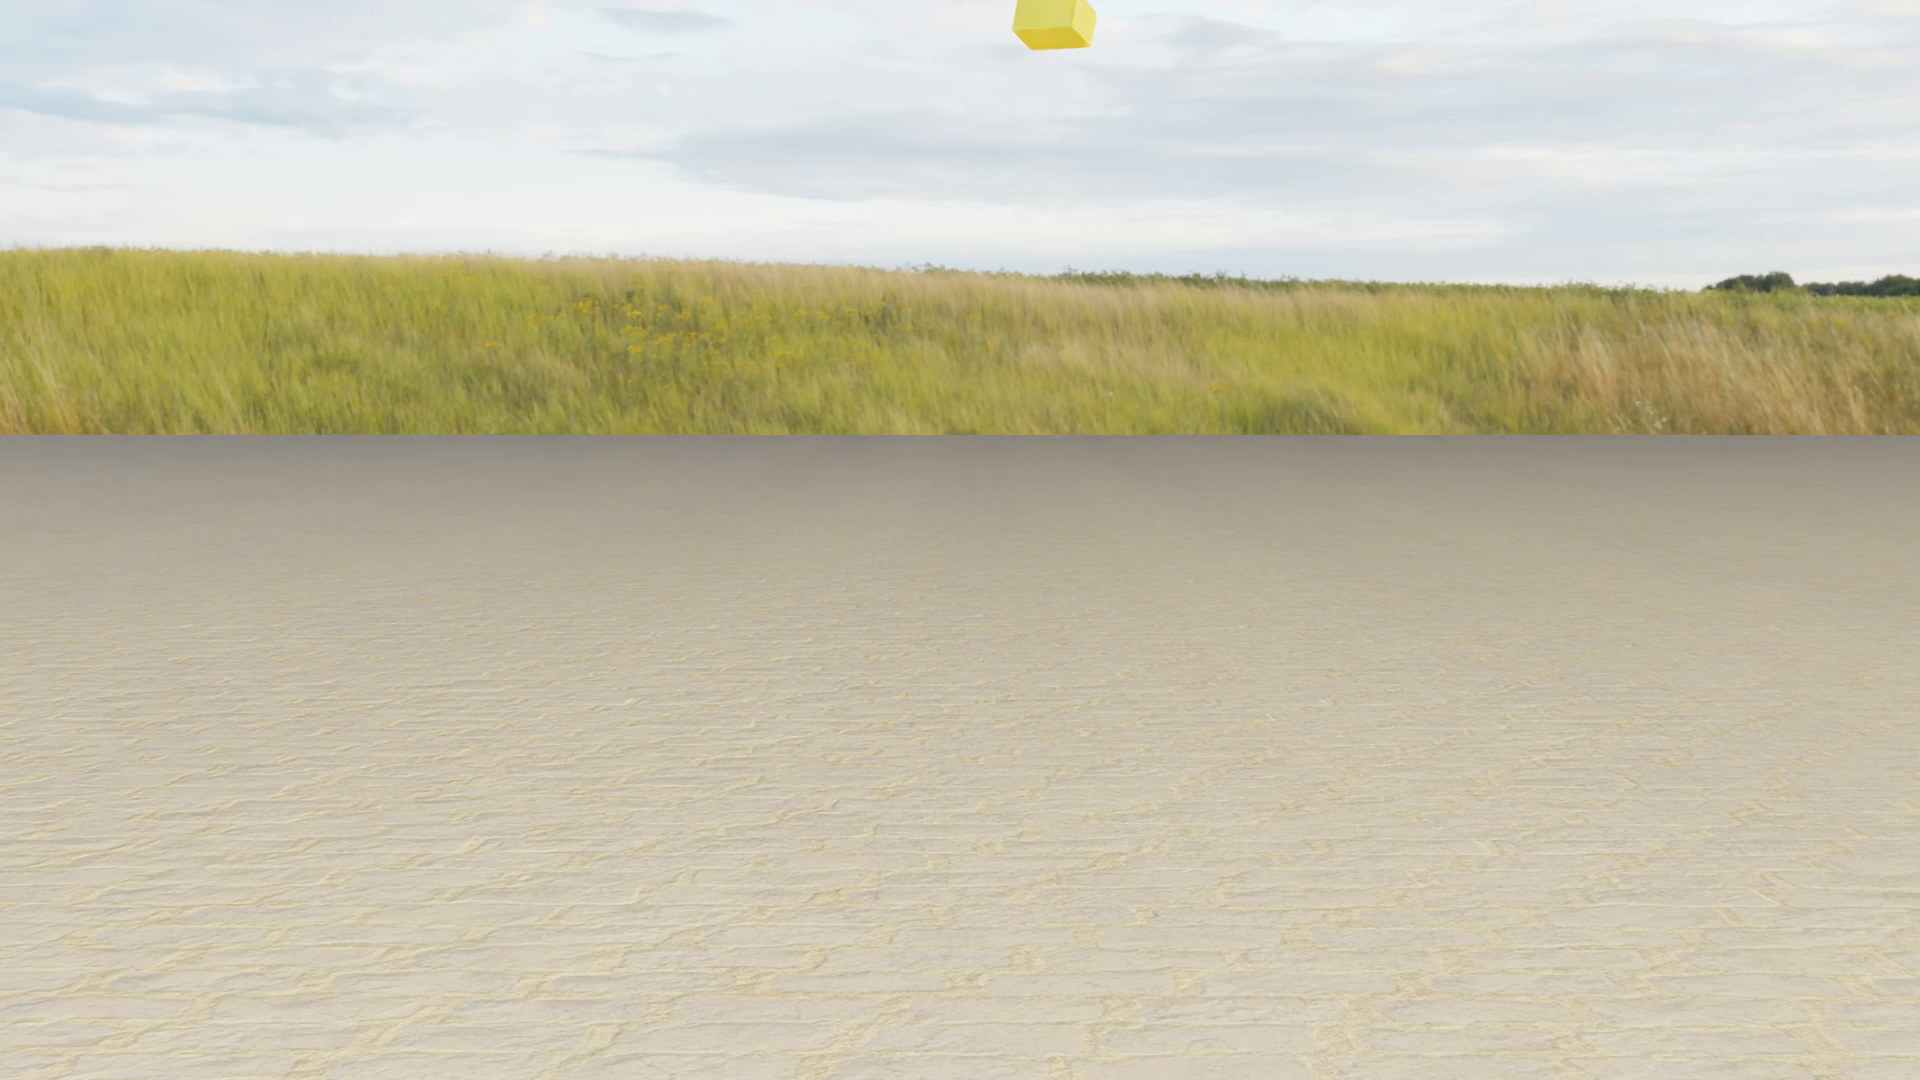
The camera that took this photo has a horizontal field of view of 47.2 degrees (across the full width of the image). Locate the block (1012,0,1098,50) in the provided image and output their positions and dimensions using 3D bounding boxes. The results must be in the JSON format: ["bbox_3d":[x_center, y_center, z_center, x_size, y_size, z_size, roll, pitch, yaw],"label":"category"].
[{"bbox_3d":[0.351,-1.923,8.162,0.252,0.136,0.165,4,-14,30],"label":"block"}]
